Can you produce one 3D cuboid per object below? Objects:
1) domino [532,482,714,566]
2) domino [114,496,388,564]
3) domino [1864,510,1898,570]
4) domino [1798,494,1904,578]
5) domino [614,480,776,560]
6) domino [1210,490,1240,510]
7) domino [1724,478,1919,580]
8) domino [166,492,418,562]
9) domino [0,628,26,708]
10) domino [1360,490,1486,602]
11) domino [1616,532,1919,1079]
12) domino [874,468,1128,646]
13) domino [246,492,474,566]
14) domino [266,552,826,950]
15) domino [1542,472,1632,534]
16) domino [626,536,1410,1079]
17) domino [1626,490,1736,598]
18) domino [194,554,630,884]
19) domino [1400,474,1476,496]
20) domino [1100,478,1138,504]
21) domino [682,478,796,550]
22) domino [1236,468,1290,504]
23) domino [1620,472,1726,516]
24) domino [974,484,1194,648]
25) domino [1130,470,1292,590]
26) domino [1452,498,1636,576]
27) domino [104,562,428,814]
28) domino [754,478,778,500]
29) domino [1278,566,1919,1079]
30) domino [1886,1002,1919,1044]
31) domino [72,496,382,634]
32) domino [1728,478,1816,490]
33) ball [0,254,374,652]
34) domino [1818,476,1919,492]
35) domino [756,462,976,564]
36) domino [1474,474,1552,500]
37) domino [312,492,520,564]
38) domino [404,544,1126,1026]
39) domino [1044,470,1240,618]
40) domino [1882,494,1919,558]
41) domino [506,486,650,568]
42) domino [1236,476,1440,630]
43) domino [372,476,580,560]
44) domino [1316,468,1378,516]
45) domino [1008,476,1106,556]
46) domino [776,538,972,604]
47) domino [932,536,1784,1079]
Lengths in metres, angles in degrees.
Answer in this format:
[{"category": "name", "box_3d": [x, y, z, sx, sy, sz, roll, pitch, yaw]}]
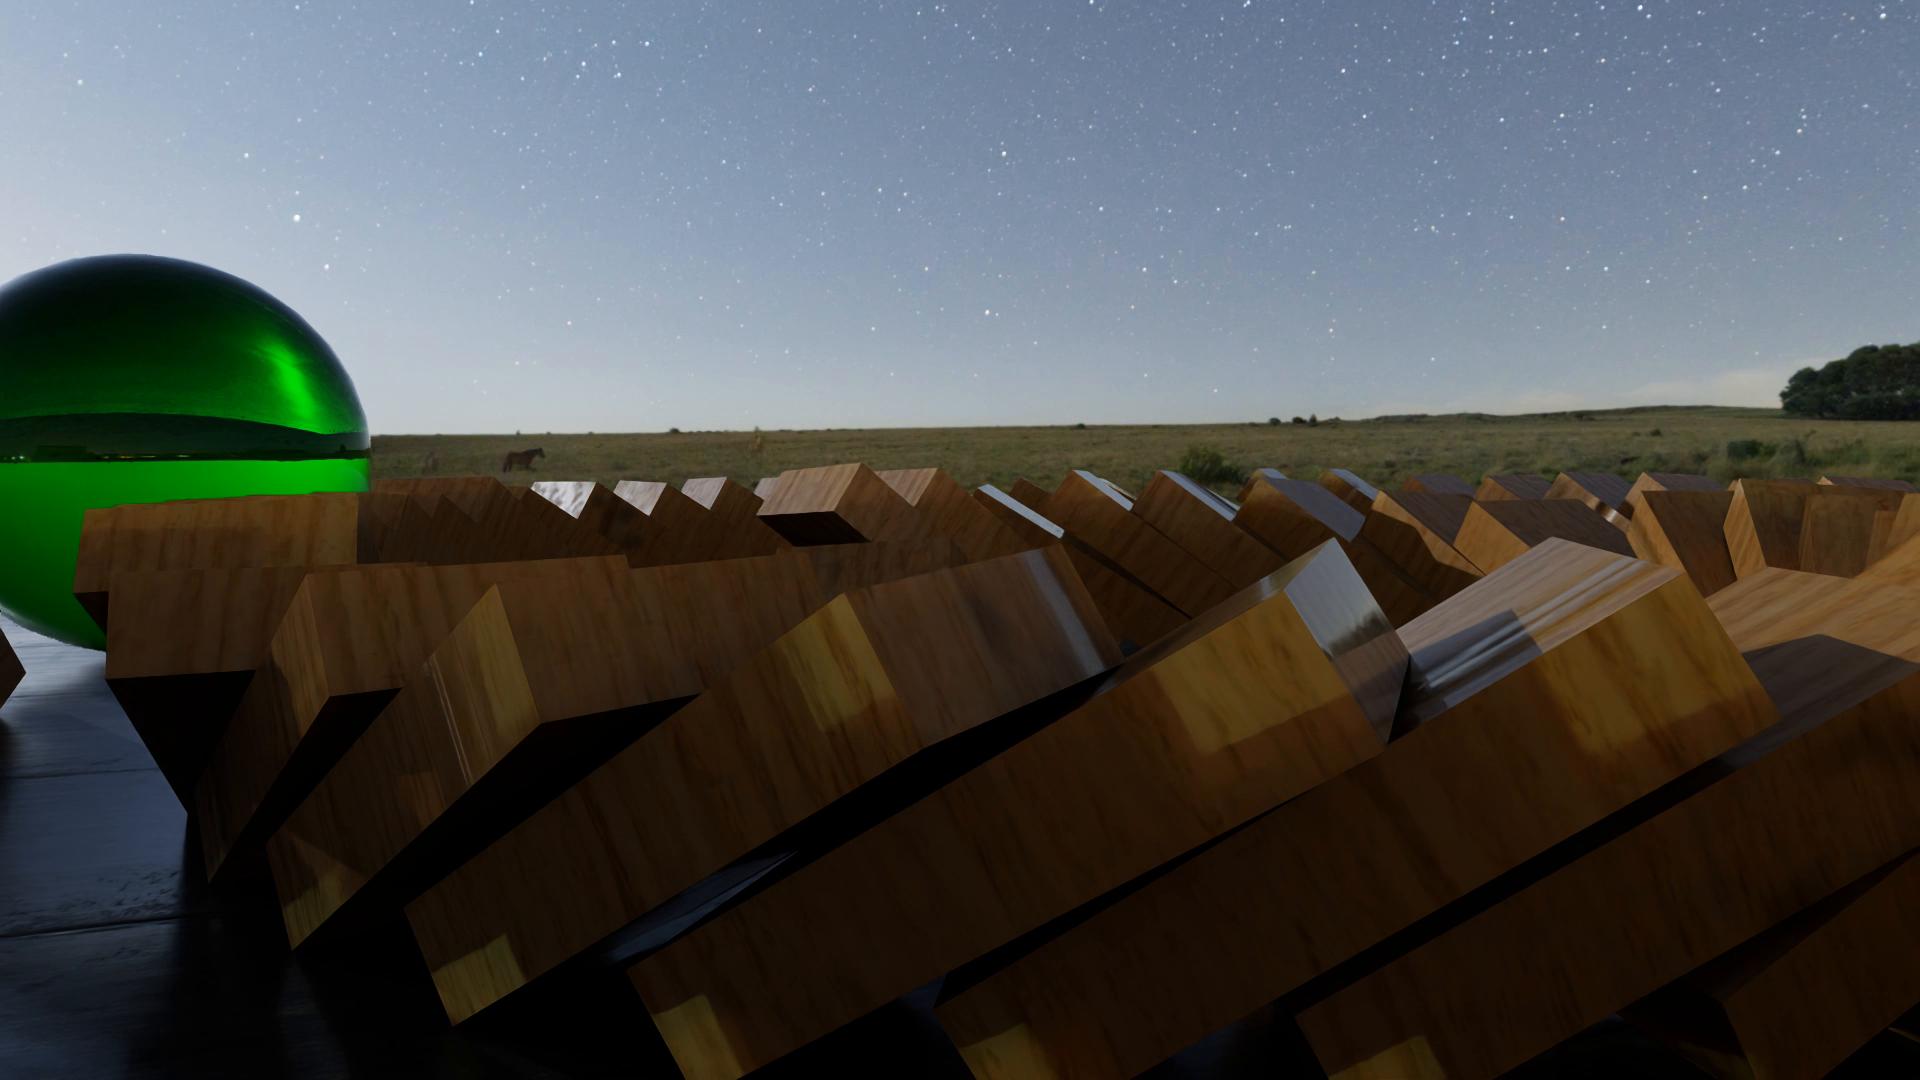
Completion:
[{"category": "domino", "box_3d": [-0.069, 0.004, 0.280, 0.025, 0.010, 0.050, 2, -27, 43]}, {"category": "domino", "box_3d": [-0.086, 0.012, 0.168, 0.025, 0.009, 0.050, -3, -29, -6]}, {"category": "domino", "box_3d": [0.109, 0.015, 0.135, 0.025, 0.010, 0.050, 4, 37, 40]}, {"category": "domino", "box_3d": [0.118, 0.013, 0.155, 0.025, 0.009, 0.050, 4, 38, 27]}, {"category": "domino", "box_3d": [-0.055, 0.003, 0.296, 0.050, 0.009, 0.025, 35, -18, -34]}, {"category": "domino", "box_3d": [0.079, 0.001, 0.339, 0.050, 0.009, 0.025, 31, 13, 13]}, {"category": "domino", "box_3d": [0.124, 0.011, 0.176, 0.025, 0.010, 0.050, 6, 39, 16]}, {"category": "domino", "box_3d": [-0.090, 0.010, 0.186, 0.025, 0.010, 0.050, -2, -29, 1]}, {"category": "domino", "box_3d": [-0.163, 0.005, 0.188, 0.025, 0.050, 0.009, 0, 39, -4]}, {"category": "domino", "box_3d": [0.100, 0.008, 0.237, 0.025, 0.009, 0.050, 1, 32, -27]}, {"category": "domino", "box_3d": [0.067, 0.018, 0.096, 0.050, 0.009, 0.025, -32, 14, -8]}, {"category": "domino", "box_3d": [0.005, 0.006, 0.236, 0.050, 0.009, 0.025, 39, -18, -26]}, {"category": "domino", "box_3d": [-0.090, 0.009, 0.206, 0.025, 0.009, 0.050, -1, -29, 6]}, {"category": "domino", "box_3d": [-0.034, 0.018, 0.103, 0.025, 0.009, 0.050, -6, -24, -47]}, {"category": "domino", "box_3d": [0.162, 0.002, 0.295, 0.025, 0.009, 0.050, -1, 37, -37]}, {"category": "domino", "box_3d": [0.004, 0.018, 0.086, 0.050, 0.009, 0.025, -34, -7, 22]}, {"category": "domino", "box_3d": [0.123, 0.011, 0.193, 0.025, 0.009, 0.050, 1, 37, 7]}, {"category": "domino", "box_3d": [-0.051, 0.017, 0.117, 0.025, 0.009, 0.050, -4, -24, -41]}, {"category": "domino", "box_3d": [0.135, 0.001, 0.320, 0.025, 0.009, 0.050, -4, 38, -45]}, {"category": "domino", "box_3d": [0.057, 0.000, 0.342, 0.050, 0.009, 0.025, 30, 8, 8]}, {"category": "domino", "box_3d": [-0.042, 0.002, 0.309, 0.050, 0.009, 0.025, 33, -16, -28]}, {"category": "domino", "box_3d": [0.098, -0.001, 0.335, 0.050, 0.009, 0.025, 37, 16, 18]}, {"category": "domino", "box_3d": [0.174, 0.003, 0.282, 0.025, 0.009, 0.050, 0, 36, -30]}, {"category": "domino", "box_3d": [0.023, 0.006, 0.257, 0.050, 0.009, 0.025, 32, 7, 3]}, {"category": "domino", "box_3d": [0.060, 0.005, 0.255, 0.050, 0.009, 0.025, 38, 14, 18]}, {"category": "domino", "box_3d": [0.110, 0.010, 0.216, 0.025, 0.009, 0.050, -2, 33, -22]}, {"category": "domino", "box_3d": [-0.069, 0.017, 0.134, 0.025, 0.010, 0.050, -2, -23, -24]}, {"category": "domino", "box_3d": [-0.027, 0.001, 0.319, 0.050, 0.009, 0.025, 32, -14, -25]}, {"category": "domino", "box_3d": [0.044, 0.019, 0.089, 0.050, 0.009, 0.025, -30, 4, 1]}, {"category": "domino", "box_3d": [0.084, 0.018, 0.103, 0.050, 0.009, 0.025, -33, 14, -12]}, {"category": "domino", "box_3d": [-0.079, 0.013, 0.150, 0.025, 0.009, 0.050, -4, -29, -16]}, {"category": "domino", "box_3d": [0.185, 0.005, 0.264, 0.025, 0.009, 0.050, -2, 37, -24]}, {"category": "ball", "box_3d": [-0.162, -0.017, 0.259, 0.080, 0.080, 0.080, 0, 4, 0]}, {"category": "domino", "box_3d": [0.193, 0.006, 0.250, 0.025, 0.009, 0.050, 1, 36, -20]}, {"category": "domino", "box_3d": [-0.009, 0.006, 0.225, 0.050, 0.010, 0.025, 41, -24, -30]}, {"category": "domino", "box_3d": [0.150, 0.002, 0.308, 0.025, 0.009, 0.050, -4, 38, -39]}, {"category": "domino", "box_3d": [-0.089, 0.008, 0.226, 0.025, 0.009, 0.050, 1, -28, 16]}, {"category": "domino", "box_3d": [-0.015, 0.018, 0.092, 0.050, 0.009, 0.025, -35, -13, 31]}, {"category": "domino", "box_3d": [0.042, 0.004, 0.258, 0.050, 0.009, 0.025, 37, 10, 10]}, {"category": "domino", "box_3d": [0.099, 0.015, 0.121, 0.025, 0.009, 0.050, 7, 43, 45]}, {"category": "domino", "box_3d": [-0.079, 0.005, 0.265, 0.025, 0.009, 0.050, 4, -26, 40]}, {"category": "domino", "box_3d": [0.081, 0.006, 0.251, 0.025, 0.009, 0.050, 1, 34, -48]}, {"category": "domino", "box_3d": [-0.086, 0.006, 0.243, 0.025, 0.009, 0.050, 0, -30, 18]}, {"category": "domino", "box_3d": [0.115, 0.000, 0.329, 0.050, 0.009, 0.025, 39, 19, 22]}, {"category": "domino", "box_3d": [0.035, 0.000, 0.341, 0.050, 0.010, 0.025, 30, 4, 1]}, {"category": "domino", "box_3d": [-0.007, 0.013, 0.195, 0.025, 0.009, 0.050, -4, -20, 15]}, {"category": "domino", "box_3d": [0.023, 0.018, 0.086, 0.050, 0.010, 0.025, -33, -1, 10]}]
